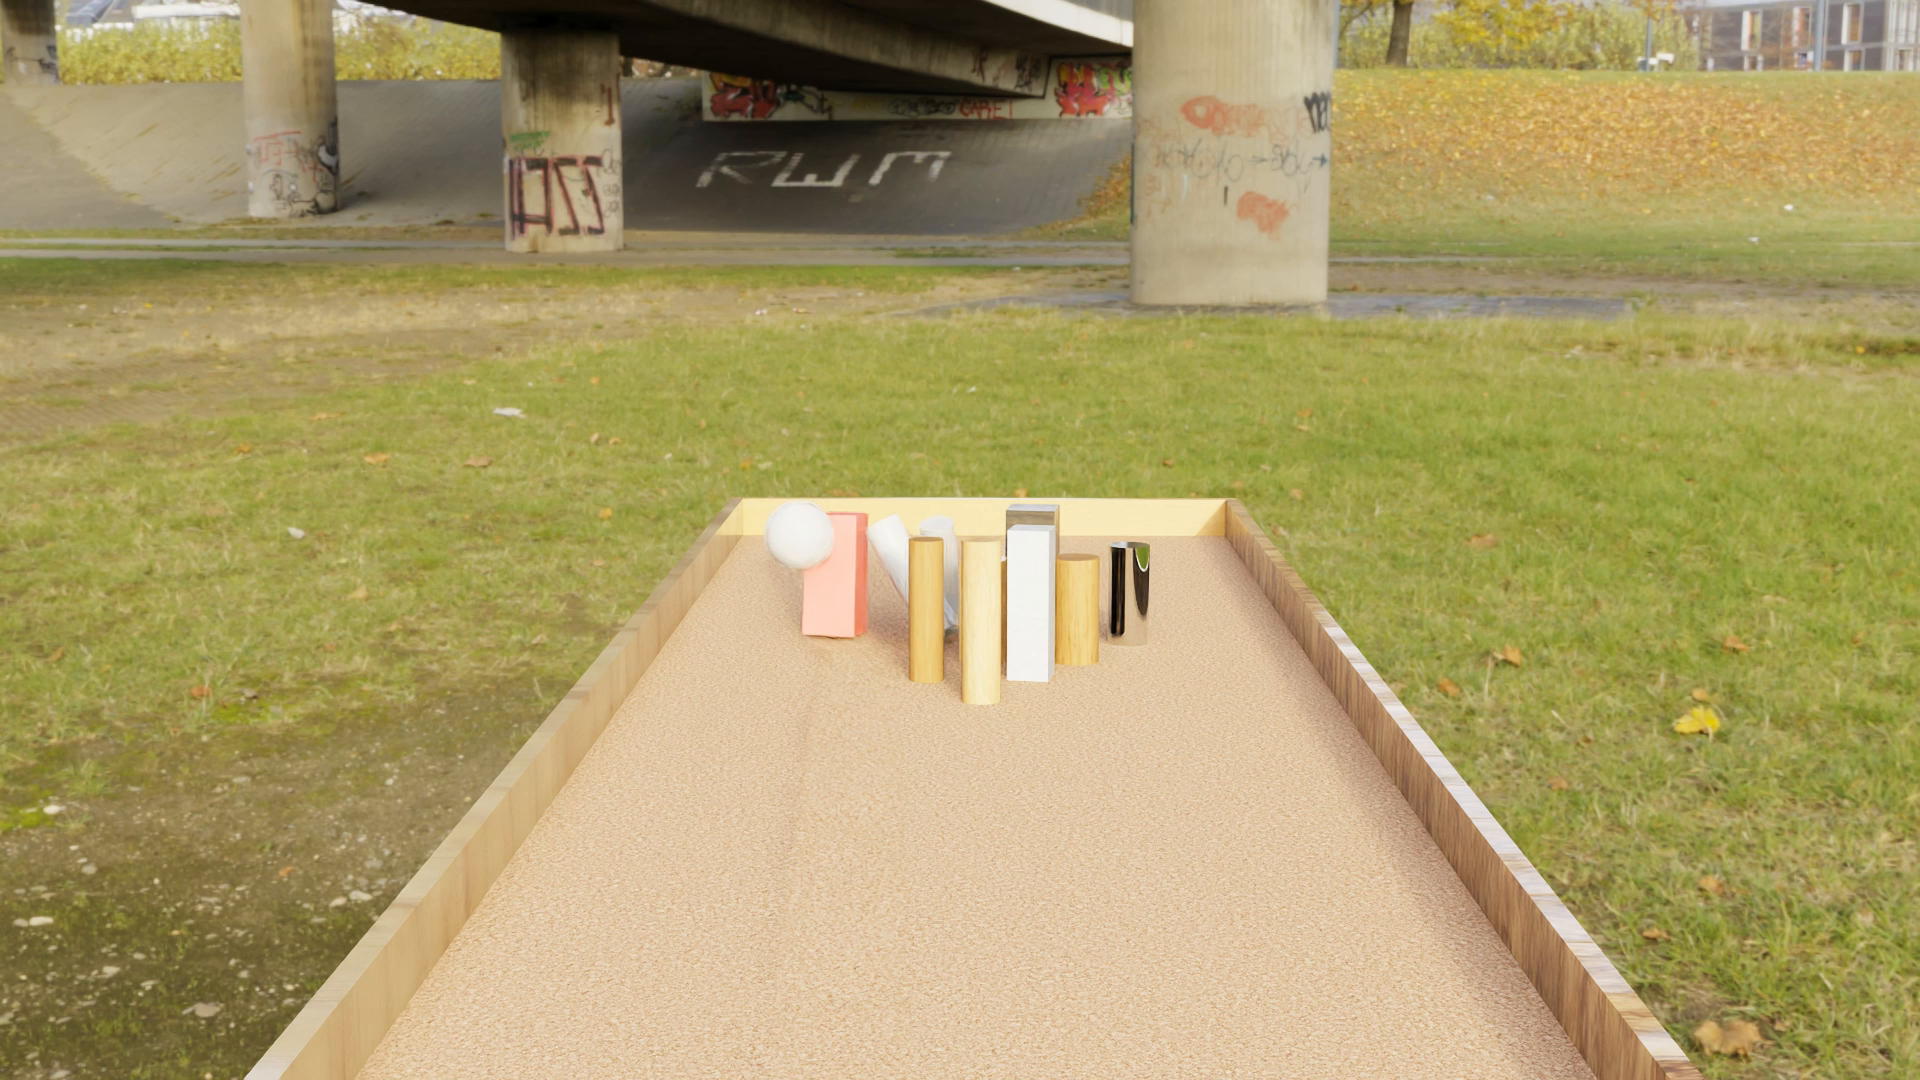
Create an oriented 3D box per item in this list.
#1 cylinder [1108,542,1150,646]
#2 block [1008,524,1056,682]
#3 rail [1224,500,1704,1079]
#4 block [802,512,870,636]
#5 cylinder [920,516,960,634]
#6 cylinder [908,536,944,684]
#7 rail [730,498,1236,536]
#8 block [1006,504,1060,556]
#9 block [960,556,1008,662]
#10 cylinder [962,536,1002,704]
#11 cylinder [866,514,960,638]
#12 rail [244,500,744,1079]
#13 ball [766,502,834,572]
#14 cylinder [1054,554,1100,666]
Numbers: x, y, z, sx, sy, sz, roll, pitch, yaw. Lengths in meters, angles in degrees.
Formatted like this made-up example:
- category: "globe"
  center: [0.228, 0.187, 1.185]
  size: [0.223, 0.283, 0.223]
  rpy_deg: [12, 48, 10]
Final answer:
- category: "cylinder"
  center: [0.532, 0.169, 6.941]
  size: [0.130, 0.313, 0.130]
  rpy_deg: [0, 9, 0]
- category: "block"
  center: [0.209, 0.184, 6.438]
  size: [0.120, 0.442, 0.120]
  rpy_deg: [2, 9, 11]
- category: "rail"
  center: [1.046, 0.843, 3.208]
  size: [0.050, 0.150, 12.000]
  rpy_deg: [0, 9, 1]
- category: "block"
  center: [-0.397, 0.108, 7.051]
  size: [0.169, 0.385, 0.169]
  rpy_deg: [2, 3, 11]
- category: "cylinder"
  center: [-0.054, 0.114, 7.032]
  size: [0.104, 0.381, 0.104]
  rpy_deg: [-6, 29, 3]
- category: "cylinder"
  center: [-0.098, 0.203, 6.404]
  size: [0.102, 0.415, 0.102]
  rpy_deg: [0, 9, 0]
- category: "rail"
  center: [0.099, -0.098, 9.147]
  size: [2.100, 0.150, 0.050]
  rpy_deg: [0, 9, 1]
- category: "block"
  center: [0.228, 0.112, 6.911]
  size: [0.153, 0.435, 0.153]
  rpy_deg: [1, 9, 9]
- category: "block"
  center: [0.080, 0.210, 6.696]
  size: [0.125, 0.310, 0.125]
  rpy_deg: [4, 10, 23]
- category: "cylinder"
  center: [0.059, 0.224, 6.137]
  size: [0.111, 0.457, 0.111]
  rpy_deg: [0, 9, 0]
- category: "cylinder"
  center: [-0.149, 0.124, 6.952]
  size: [0.122, 0.407, 0.122]
  rpy_deg: [-28, -13, -7]
- category: "rail"
  center: [-1.004, 0.839, 3.234]
  size: [0.050, 0.150, 12.000]
  rpy_deg: [0, 9, 1]
- category: "ball"
  center: [-0.500, -0.011, 6.867]
  size: [0.217, 0.217, 0.217]
  rpy_deg: [0, 9, 0]
- category: "cylinder"
  center: [0.350, 0.209, 6.669]
  size: [0.145, 0.319, 0.145]
  rpy_deg: [0, 9, 0]
